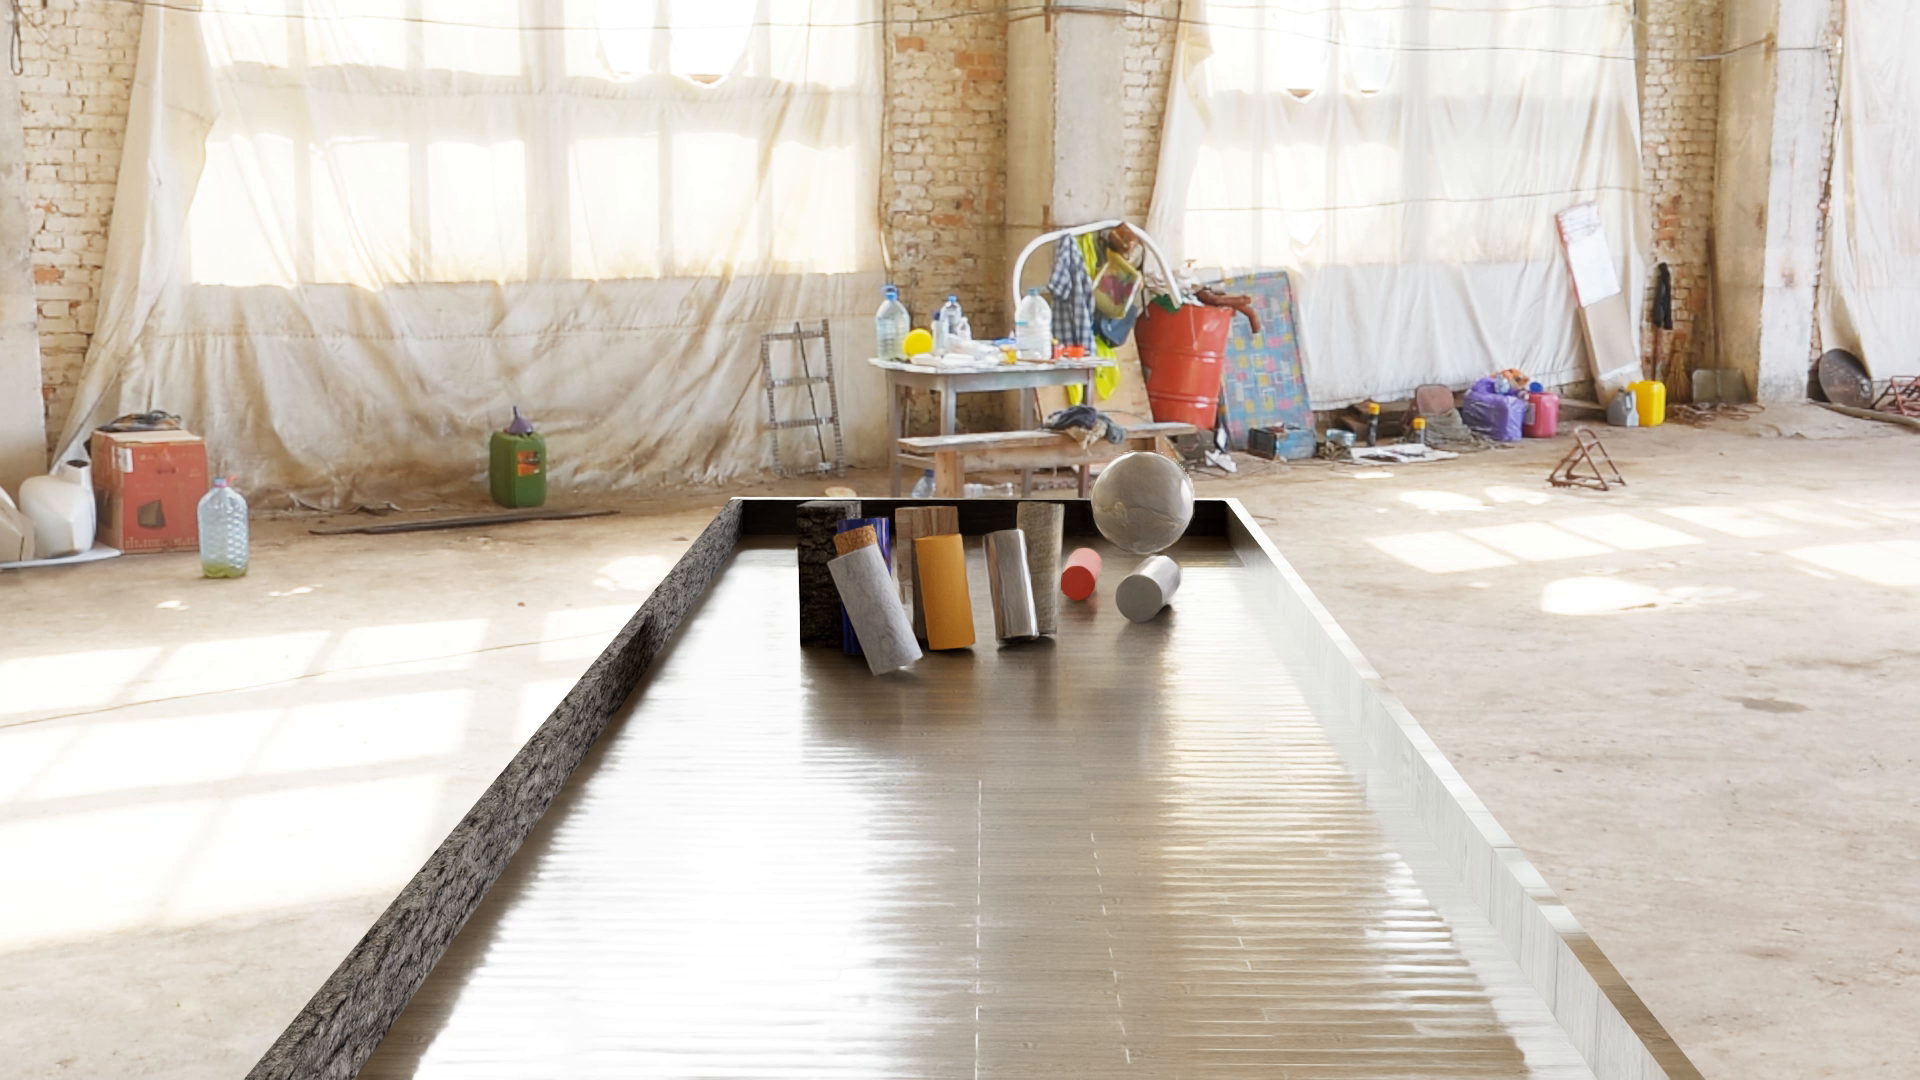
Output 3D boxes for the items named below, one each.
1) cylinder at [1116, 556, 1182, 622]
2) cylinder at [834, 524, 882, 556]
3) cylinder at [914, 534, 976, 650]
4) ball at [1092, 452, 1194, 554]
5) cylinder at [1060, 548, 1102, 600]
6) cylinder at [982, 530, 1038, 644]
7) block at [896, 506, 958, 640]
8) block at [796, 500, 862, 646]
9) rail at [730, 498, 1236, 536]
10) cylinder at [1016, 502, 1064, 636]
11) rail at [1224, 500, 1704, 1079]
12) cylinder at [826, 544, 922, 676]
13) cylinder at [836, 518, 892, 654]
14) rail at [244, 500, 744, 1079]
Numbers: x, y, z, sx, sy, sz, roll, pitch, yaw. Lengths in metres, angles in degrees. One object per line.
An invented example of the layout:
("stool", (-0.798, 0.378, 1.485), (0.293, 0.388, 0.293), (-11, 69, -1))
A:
("cylinder", (0.643, 0.162, 7.475), (0.159, 0.159, 0.397), (2, 9, 14))
("cylinder", (-0.263, 0.165, 6.610), (0.125, 0.406, 0.125), (-17, 2, 1))
("cylinder", (-0.046, 0.160, 6.848), (0.148, 0.343, 0.148), (-8, 4, 1))
("ball", (0.610, -0.124, 7.358), (0.342, 0.342, 0.342), (0, 9, 0))
("cylinder", (0.433, 0.118, 7.871), (0.122, 0.122, 0.397), (1, 9, 7))
("cylinder", (0.158, 0.148, 6.909), (0.135, 0.339, 0.135), (-7, -14, -2))
("block", (-0.100, 0.102, 6.997), (0.160, 0.411, 0.160), (-3, 2, -17))
("block", (-0.408, 0.104, 6.927), (0.161, 0.440, 0.161), (1, 8, 14))
("rail", (0.099, -0.098, 9.147), (2.100, 0.150, 0.050), (0, 9, 1))
("cylinder", (0.247, 0.093, 7.030), (0.151, 0.411, 0.151), (4, -6, 0))
("rail", (1.046, 0.843, 3.208), (0.050, 0.150, 12.000), (0, 9, 1))
("cylinder", (-0.250, 0.204, 6.470), (0.157, 0.359, 0.157), (-22, 2, 1))
("cylinder", (-0.287, 0.140, 6.751), (0.160, 0.412, 0.160), (-3, 1, 0))
("rail", (-1.004, 0.839, 3.234), (0.050, 0.150, 12.000), (0, 9, 1))
